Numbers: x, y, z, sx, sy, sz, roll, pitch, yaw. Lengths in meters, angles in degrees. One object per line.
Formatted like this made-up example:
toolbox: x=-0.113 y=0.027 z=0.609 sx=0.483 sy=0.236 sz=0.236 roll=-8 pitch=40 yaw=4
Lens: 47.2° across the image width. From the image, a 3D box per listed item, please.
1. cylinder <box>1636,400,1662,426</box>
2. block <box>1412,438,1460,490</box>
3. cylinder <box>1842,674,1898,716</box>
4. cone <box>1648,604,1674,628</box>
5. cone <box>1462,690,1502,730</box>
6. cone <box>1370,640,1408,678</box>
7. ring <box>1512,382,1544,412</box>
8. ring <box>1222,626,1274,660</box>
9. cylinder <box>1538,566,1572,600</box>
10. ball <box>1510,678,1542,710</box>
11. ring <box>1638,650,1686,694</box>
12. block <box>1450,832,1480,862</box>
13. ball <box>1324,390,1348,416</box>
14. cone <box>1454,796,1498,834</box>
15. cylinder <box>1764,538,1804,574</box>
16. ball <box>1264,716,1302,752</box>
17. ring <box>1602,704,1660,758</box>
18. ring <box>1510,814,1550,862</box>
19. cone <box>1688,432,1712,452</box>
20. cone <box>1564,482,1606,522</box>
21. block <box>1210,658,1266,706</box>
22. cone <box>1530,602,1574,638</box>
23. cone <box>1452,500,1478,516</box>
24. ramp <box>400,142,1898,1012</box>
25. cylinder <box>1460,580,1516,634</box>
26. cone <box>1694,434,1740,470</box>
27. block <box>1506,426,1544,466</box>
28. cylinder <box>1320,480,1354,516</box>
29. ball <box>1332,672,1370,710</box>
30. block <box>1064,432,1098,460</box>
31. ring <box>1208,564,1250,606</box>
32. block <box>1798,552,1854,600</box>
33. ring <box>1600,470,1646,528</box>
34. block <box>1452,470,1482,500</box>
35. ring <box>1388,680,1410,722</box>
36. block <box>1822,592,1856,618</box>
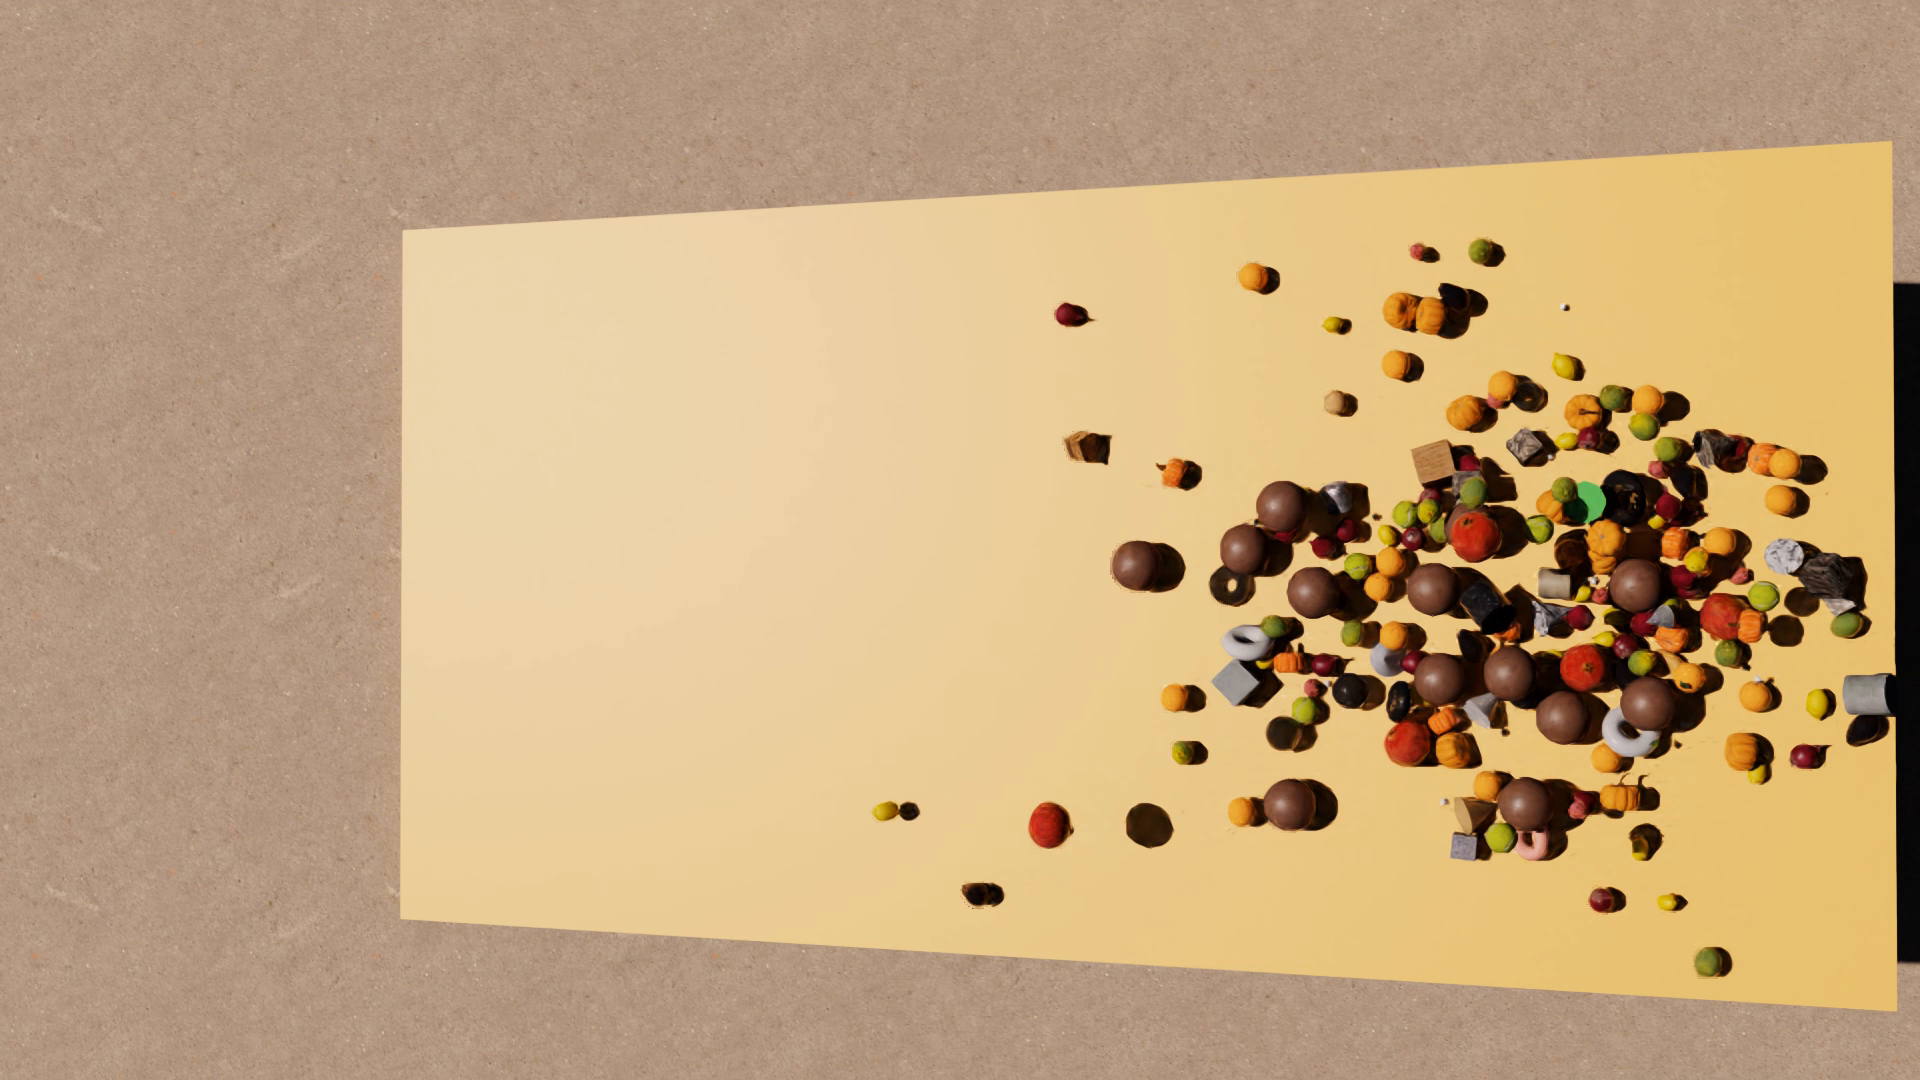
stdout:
cylinder: x=1.633 y=-0.300 z=5.215 sx=0.052 sy=0.052 sz=0.052 roll=8 pitch=86 yaw=0
block: x=1.160 y=-0.183 z=5.354 sx=0.090 sy=0.090 sz=0.090 roll=-17 pitch=75 yaw=19
cylinder: x=2.076 y=0.352 z=5.012 sx=0.094 sy=0.094 sz=0.094 roll=-6 pitch=89 yaw=41
cone: x=1.622 y=0.185 z=5.123 sx=0.059 sy=0.059 sz=0.059 roll=-14 pitch=89 yaw=-19
cone: x=1.284 y=0.393 z=5.334 sx=0.094 sy=0.094 sz=0.094 roll=-41 pitch=89 yaw=-13
cone: x=1.045 y=0.292 z=5.393 sx=0.094 sy=0.094 sz=0.094 roll=0 pitch=89 yaw=19
ring: x=1.374 y=-0.347 z=5.320 sx=0.076 sy=0.025 sz=0.076 roll=-2 pitch=84 yaw=22
ring: x=0.721 y=0.257 z=5.496 sx=0.130 sy=0.130 sz=0.043 roll=-4 pitch=120 yaw=0
cylinder: x=1.426 y=0.104 z=5.271 sx=0.074 sy=0.074 sz=0.074 roll=4 pitch=89 yaw=19
ball: x=1.360 y=0.372 z=5.289 sx=0.077 sy=0.077 sz=0.077 roll=0 pitch=89 yaw=0
ring: x=1.662 y=0.312 z=5.204 sx=0.108 sy=0.036 sz=0.108 roll=1 pitch=93 yaw=20
block: x=1.226 y=0.744 z=5.341 sx=0.059 sy=0.059 sz=0.059 roll=6 pitch=91 yaw=19
ball: x=0.933 y=-0.340 z=5.458 sx=0.061 sy=0.061 sz=0.061 roll=0 pitch=89 yaw=0
cone: x=1.264 y=0.654 z=5.337 sx=0.096 sy=0.096 sz=0.096 roll=-16 pitch=89 yaw=-8
cylinder: x=1.909 y=0.038 z=5.096 sx=0.083 sy=0.083 sz=0.083 roll=0 pitch=89 yaw=19
ball: x=0.805 y=0.482 z=5.477 sx=0.091 sy=0.091 sz=0.091 roll=0 pitch=89 yaw=0
ring: x=1.588 y=0.451 z=5.203 sx=0.136 sy=0.045 sz=0.136 roll=-3 pitch=59 yaw=5
ring: x=1.369 y=0.715 z=5.280 sx=0.037 sy=0.112 sz=0.112 roll=-5 pitch=89 yaw=-36
cone: x=1.754 y=-0.210 z=5.174 sx=0.063 sy=0.063 sz=0.063 roll=-28 pitch=95 yaw=0
cone: x=1.477 y=-0.096 z=5.227 sx=0.097 sy=0.097 sz=0.097 roll=1 pitch=98 yaw=8
block: x=0.698 y=0.355 z=5.518 sx=0.088 sy=0.088 sz=0.088 roll=-46 pitch=76 yaw=13
cone: x=1.428 y=0.177 z=5.262 sx=0.091 sy=0.091 sz=0.091 roll=-15 pitch=89 yaw=-5
cone: x=1.228 y=-0.098 z=5.365 sx=0.061 sy=0.061 sz=0.061 roll=-1 pitch=63 yaw=0
ramp: x=0.280 y=0.090 z=5.769 sx=4.000 sy=0.100 sz=2.000 roll=0 pitch=89 yaw=19
cylinder: x=1.259 y=0.160 z=5.245 sx=0.094 sy=0.094 sz=0.094 roll=-30 pitch=49 yaw=0
cone: x=1.769 y=-0.222 z=5.111 sx=0.092 sy=0.092 sz=0.092 roll=-22 pitch=89 yaw=5
block: x=1.361 y=-0.225 z=5.298 sx=0.064 sy=0.064 sz=0.064 roll=-41 pitch=73 yaw=7
cylinder: x=0.931 y=-0.104 z=5.427 sx=0.066 sy=0.066 sz=0.066 roll=-20 pitch=103 yaw=0
ball: x=0.962 y=0.372 z=5.414 sx=0.090 sy=0.090 sz=0.090 roll=0 pitch=89 yaw=0
block: x=0.313 y=-0.242 z=5.654 sx=0.055 sy=0.055 sz=0.055 roll=-31 pitch=113 yaw=-31
ring: x=0.681 y=0.113 z=5.556 sx=0.106 sy=0.035 sz=0.106 roll=-1 pitch=88 yaw=19
block: x=1.983 y=0.083 z=5.037 sx=0.074 sy=0.074 sz=0.074 roll=43 pitch=69 yaw=-20
ring: x=1.566 y=-0.098 z=5.203 sx=0.046 sy=0.139 sz=0.139 roll=-5 pitch=89 yaw=-25
block: x=1.216 y=-0.133 z=5.272 sx=0.056 sy=0.056 sz=0.056 roll=1 pitch=75 yaw=0
ring: x=1.071 y=0.394 z=5.368 sx=0.035 sy=0.105 sz=0.105 roll=9 pitch=89 yaw=-6
block: x=2.025 y=0.142 z=5.070 sx=0.053 sy=0.053 sz=0.053 roll=-33 pitch=79 yaw=16
